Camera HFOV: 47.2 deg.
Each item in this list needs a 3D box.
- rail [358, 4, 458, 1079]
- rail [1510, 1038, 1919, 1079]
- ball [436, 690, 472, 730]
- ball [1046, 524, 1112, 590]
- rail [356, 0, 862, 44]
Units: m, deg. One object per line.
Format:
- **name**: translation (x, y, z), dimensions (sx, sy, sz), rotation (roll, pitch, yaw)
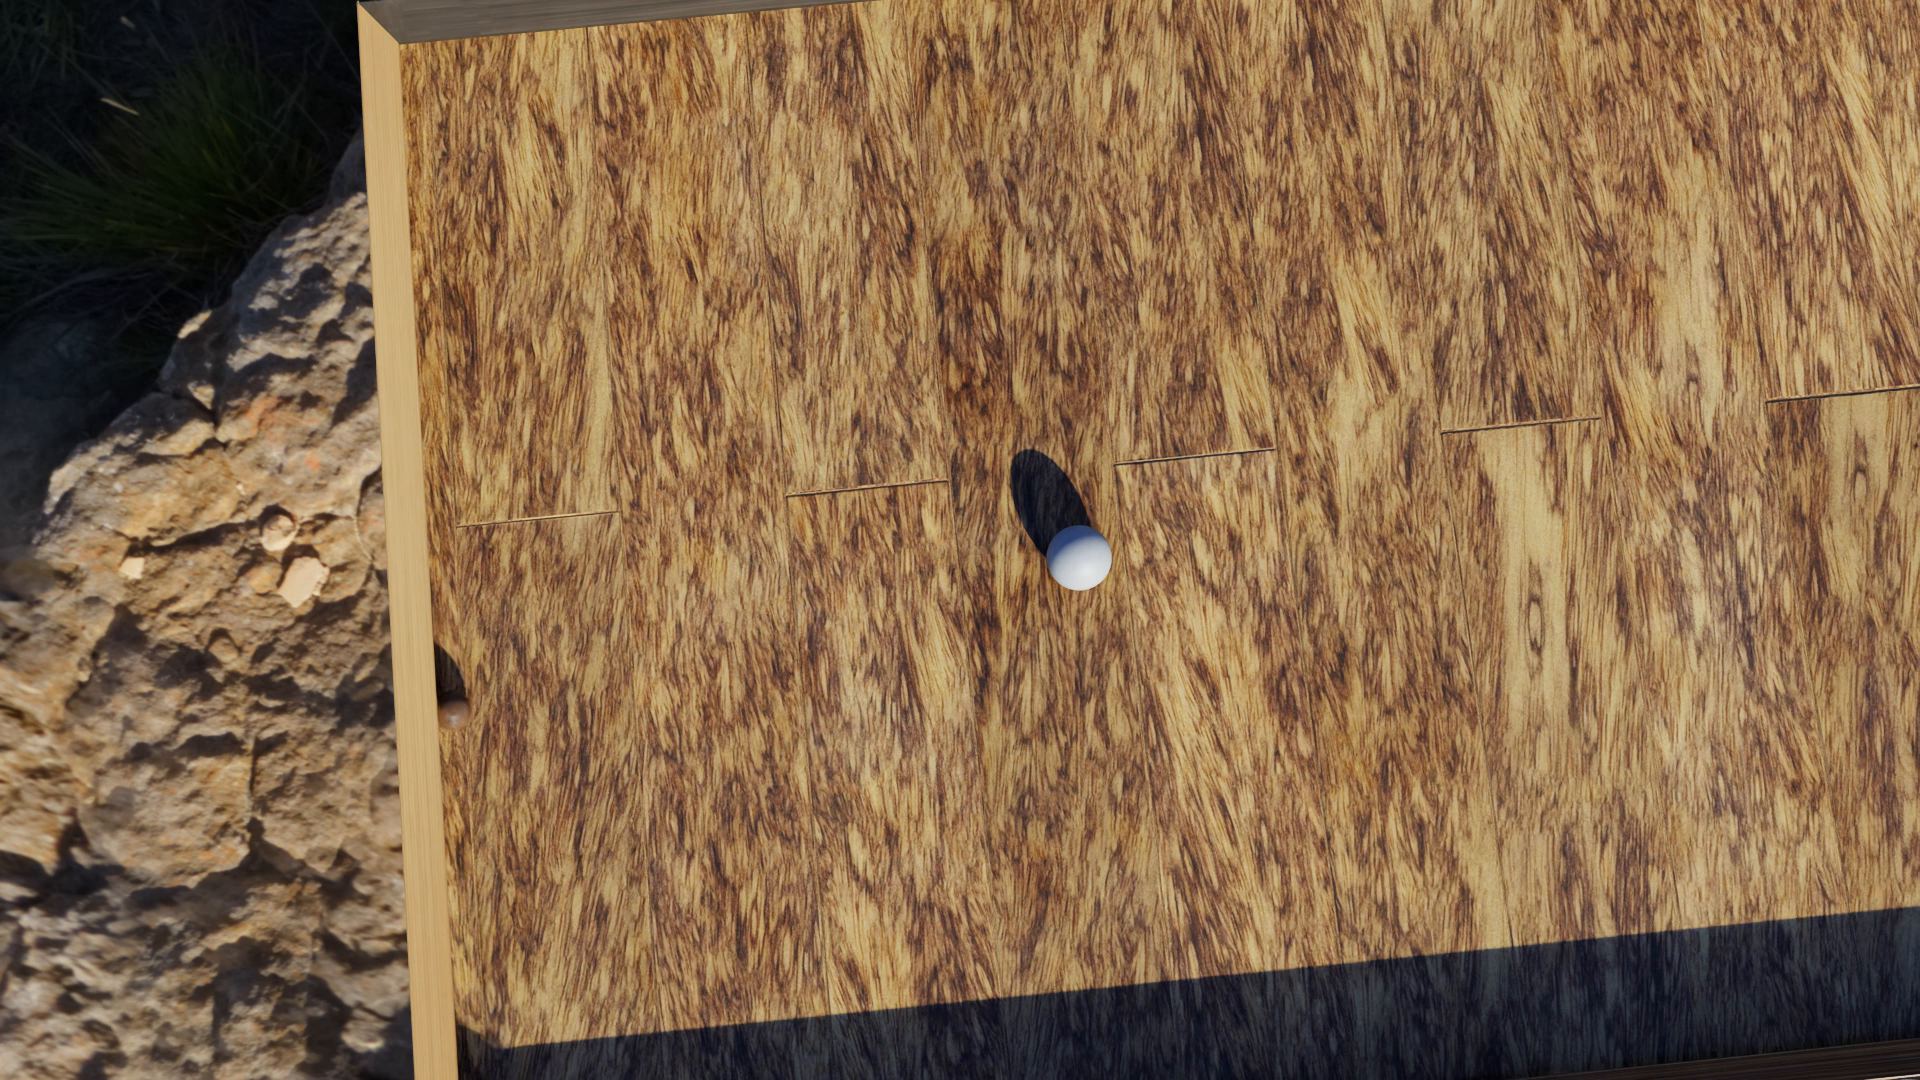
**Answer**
- **rail**: translation (-0.804, 0.074, 3.241), dimensions (0.045, 0.127, 1.798), rotation (-6, 80, -1)
- **rail**: translation (0.913, 0.774, 3.118), dimensions (3.325, 0.127, 0.045), rotation (-6, 80, -1)
- **ball**: translation (-0.750, 0.251, 3.245), dimensions (0.058, 0.058, 0.058), rotation (0, 80, 0)
- **ball**: translation (0.177, 0.026, 3.265), dimensions (0.097, 0.097, 0.097), rotation (0, 80, 0)
- **rail**: translation (0.742, -0.942, 3.419), dimensions (3.325, 0.127, 0.045), rotation (-6, 80, -1)
